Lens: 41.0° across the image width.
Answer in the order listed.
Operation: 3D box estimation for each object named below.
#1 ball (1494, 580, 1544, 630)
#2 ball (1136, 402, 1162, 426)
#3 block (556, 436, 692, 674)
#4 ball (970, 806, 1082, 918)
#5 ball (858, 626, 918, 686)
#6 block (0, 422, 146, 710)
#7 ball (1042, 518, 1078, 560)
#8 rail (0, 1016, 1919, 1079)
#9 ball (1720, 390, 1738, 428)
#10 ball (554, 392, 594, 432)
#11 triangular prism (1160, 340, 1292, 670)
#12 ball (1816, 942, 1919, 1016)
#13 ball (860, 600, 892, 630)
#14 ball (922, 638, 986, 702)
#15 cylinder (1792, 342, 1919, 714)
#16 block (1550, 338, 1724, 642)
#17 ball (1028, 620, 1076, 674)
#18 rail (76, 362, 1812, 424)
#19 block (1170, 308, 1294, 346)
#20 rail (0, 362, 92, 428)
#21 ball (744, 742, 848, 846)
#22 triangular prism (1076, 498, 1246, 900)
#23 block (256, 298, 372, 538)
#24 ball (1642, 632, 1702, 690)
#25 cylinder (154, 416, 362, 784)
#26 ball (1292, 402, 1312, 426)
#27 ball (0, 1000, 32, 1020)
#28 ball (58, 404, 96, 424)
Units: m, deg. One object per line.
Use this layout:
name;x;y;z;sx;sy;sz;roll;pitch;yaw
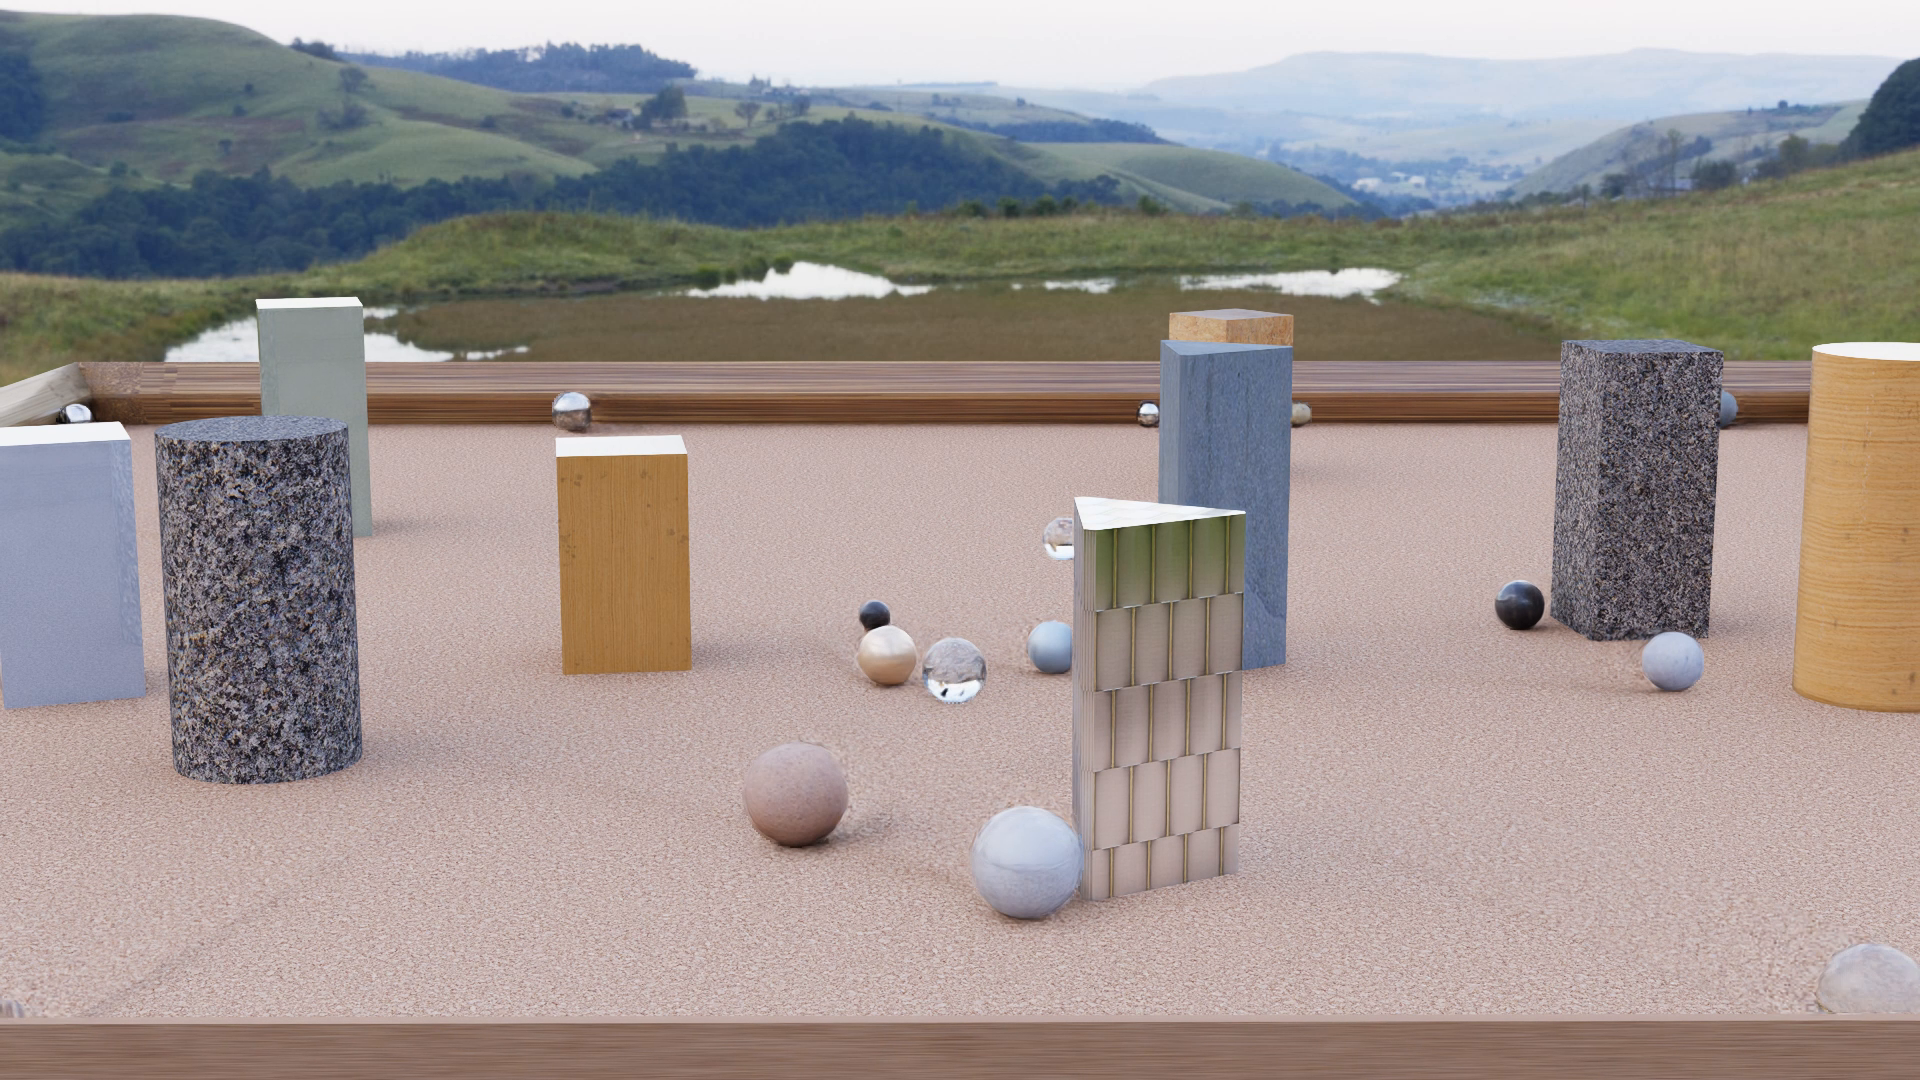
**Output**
ball;0.730;0.084;3.345;0.064;0.064;0.064;0;11;0
ball;0.383;-0.255;5.209;0.050;0.050;0.050;0;11;0
block;-0.415;0.016;3.160;0.155;0.266;0.155;-2;11;-9
ball;0.057;0.278;2.214;0.096;0.096;0.096;0;11;0
ball;-0.086;0.137;3.044;0.070;0.070;0.070;0;11;0
block;-1.050;0.026;3.004;0.155;0.303;0.155;-4;11;-22
ball;0.154;-0.002;3.813;0.063;0.063;0.063;0;11;0
rail;0.010;0.363;1.671;3.586;0.126;0.045;0;11;0
ball;1.532;-0.265;5.187;0.078;0.078;0.078;0;11;0
ball;-0.775;-0.257;5.141;0.079;0.079;0.079;0;11;0
triangular prism;0.291;-0.043;3.138;0.168;0.391;0.145;-7;13;-33
ball;0.682;0.341;1.914;0.081;0.081;0.081;0;11;0
ball;-0.109;0.099;3.331;0.041;0.041;0.041;0;11;0
ball;-0.007;0.150;2.960;0.075;0.075;0.075;0;11;0
cylinder;1.077;-0.018;2.972;0.194;0.402;0.194;0;11;0
block;0.875;-0.068;3.327;0.155;0.369;0.155;-1;11;-7
ball;0.113;0.129;3.103;0.064;0.064;0.064;0;11;0
rail;-0.010;-0.298;5.227;3.586;0.126;0.045;0;11;0
block;0.481;-0.258;4.574;0.155;0.289;0.155;-7;13;-34
rail;-1.769;0.034;3.439;0.045;0.126;3.665;0;11;0
ball;-0.154;0.239;2.419;0.097;0.097;0.097;0;11;0
triangular prism;0.146;0.135;2.335;0.168;0.333;0.145;-6;12;-30
block;-1.013;-0.192;4.022;0.155;0.360;0.155;-3;11;-16
ball;0.837;0.142;3.016;0.070;0.070;0.070;0;11;0
cylinder;-0.733;0.058;2.689;0.194;0.355;0.194;0;11;0
ball;0.688;-0.254;5.208;0.049;0.049;0.049;0;11;0
ball;-0.712;0.363;1.910;0.041;0.041;0.041;0;11;0
ball;-1.730;-0.231;5.023;0.071;0.071;0.071;0;11;0
